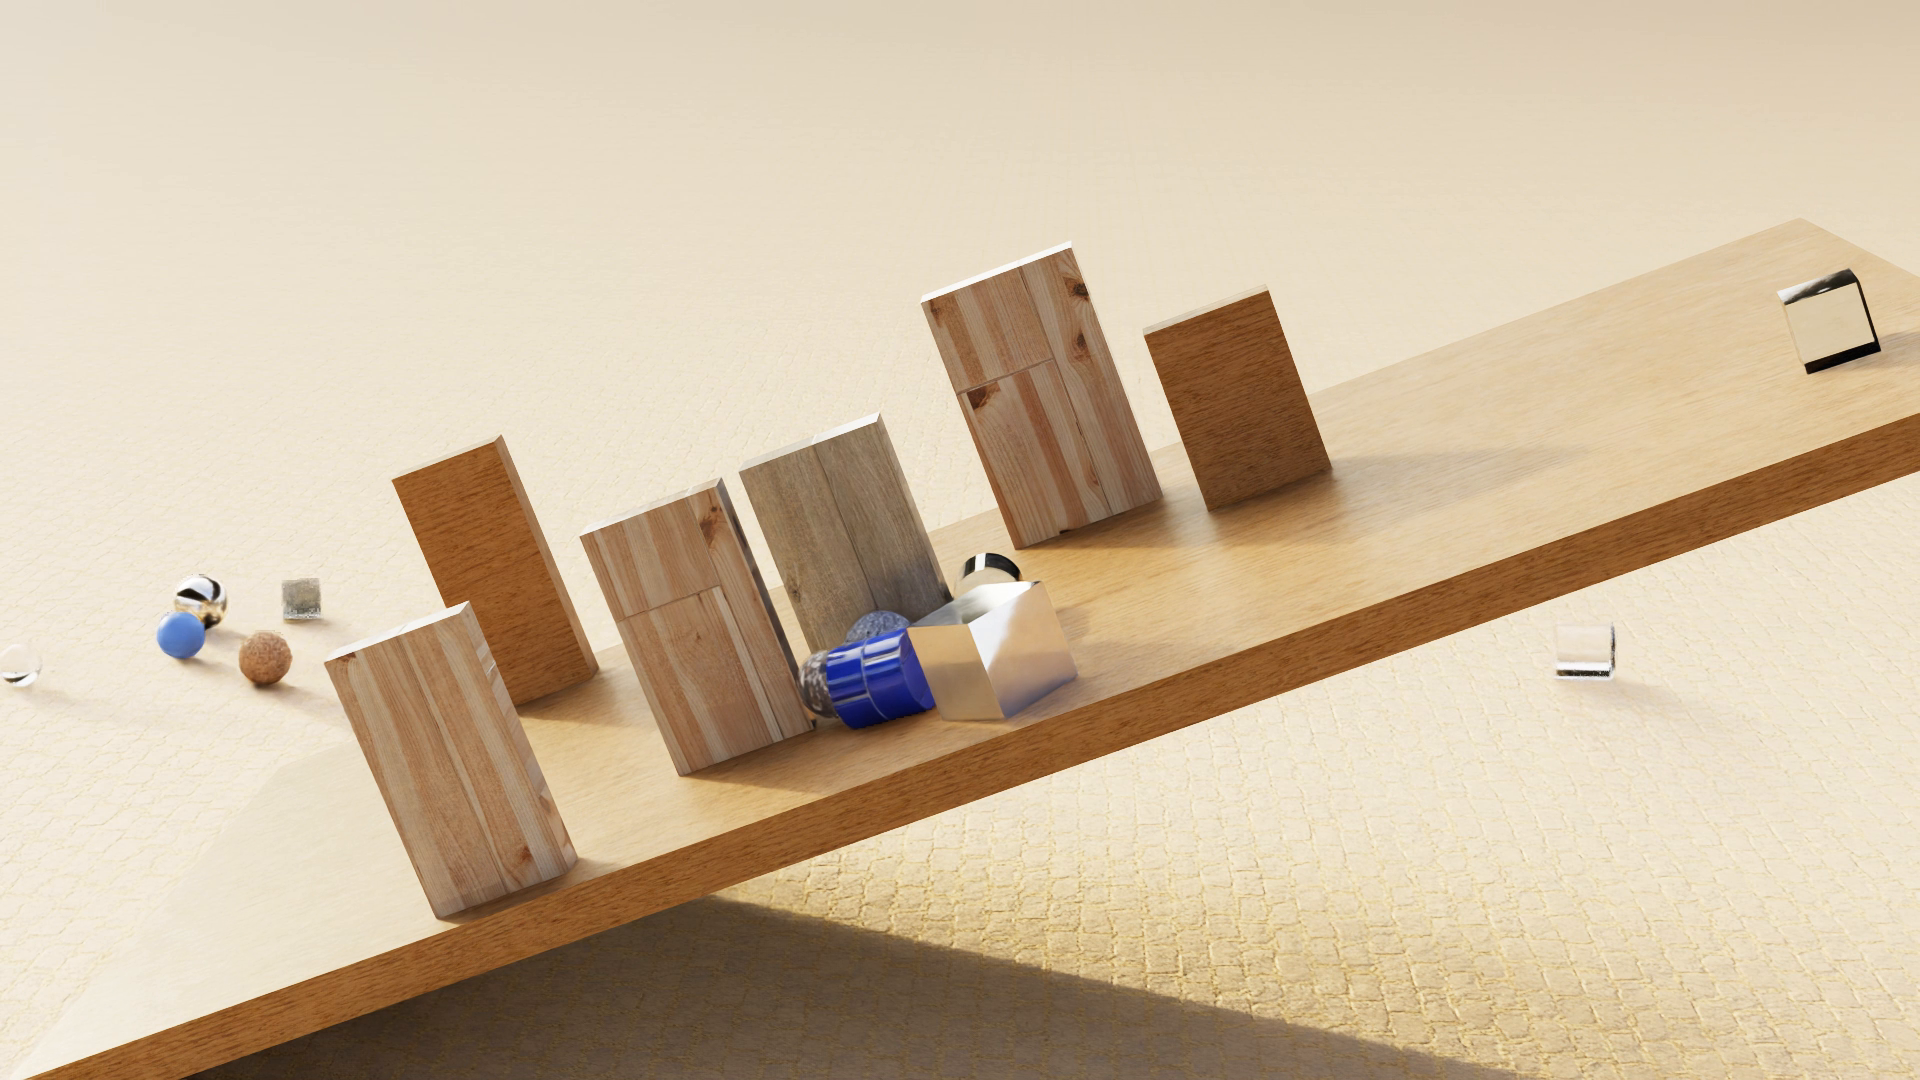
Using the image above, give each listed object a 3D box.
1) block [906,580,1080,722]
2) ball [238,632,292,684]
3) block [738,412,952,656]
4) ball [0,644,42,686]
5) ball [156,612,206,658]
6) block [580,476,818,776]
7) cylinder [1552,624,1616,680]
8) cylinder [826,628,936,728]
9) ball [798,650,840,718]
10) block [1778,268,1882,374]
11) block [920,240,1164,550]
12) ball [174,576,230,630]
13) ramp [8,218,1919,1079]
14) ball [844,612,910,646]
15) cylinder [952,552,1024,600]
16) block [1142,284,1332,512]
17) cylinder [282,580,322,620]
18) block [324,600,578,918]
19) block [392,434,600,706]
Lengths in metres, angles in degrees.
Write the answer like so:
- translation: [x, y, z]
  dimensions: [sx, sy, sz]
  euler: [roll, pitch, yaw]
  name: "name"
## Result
- translation: [0.061, 0.209, 5.509]
  dimensions: [0.194, 0.194, 0.194]
  euler: [-29, 14, -35]
  name: "block"
- translation: [-2.022, 0.345, 8.554]
  dimensions: [0.154, 0.154, 0.154]
  euler: [0, 13, 0]
  name: "ball"
- translation: [-0.215, 0.033, 6.010]
  dimensions: [0.299, 0.510, 0.107]
  euler: [-20, 12, 7]
  name: "block"
- translation: [-2.730, 0.362, 8.542]
  dimensions: [0.125, 0.125, 0.125]
  euler: [0, 13, 0]
  name: "ball"
- translation: [-2.338, 0.286, 8.831]
  dimensions: [0.143, 0.143, 0.143]
  euler: [0, 13, 0]
  name: "ball"
- translation: [-0.518, 0.173, 5.863]
  dimensions: [0.292, 0.527, 0.093]
  euler: [-20, 12, 7]
  name: "block"
- translation: [1.823, 0.327, 8.600]
  dimensions: [0.165, 0.165, 0.165]
  euler: [1, 13, 6]
  name: "cylinder"
- translation: [-0.148, 0.266, 5.694]
  dimensions: [0.163, 0.163, 0.163]
  euler: [-17, 6, 24]
  name: "cylinder"
- translation: [-0.254, 0.285, 5.825]
  dimensions: [0.136, 0.136, 0.136]
  euler: [0, 13, 0]
  name: "ball"
- translation: [1.673, -0.422, 5.664]
  dimensions: [0.143, 0.143, 0.143]
  euler: [-18, 12, 14]
  name: "block"
- translation: [0.189, -0.328, 6.697]
  dimensions: [0.361, 0.609, 0.110]
  euler: [-20, 12, 7]
  name: "block"
- translation: [-2.361, 0.196, 9.156]
  dimensions: [0.169, 0.169, 0.169]
  euler: [0, 13, 0]
  name: "ball"
- translation: [0.118, 0.176, 6.295]
  dimensions: [4.000, 0.100, 2.000]
  euler: [-20, 12, 7]
  name: "ramp"
- translation: [-0.156, 0.223, 5.916]
  dimensions: [0.160, 0.160, 0.160]
  euler: [0, 13, 0]
  name: "ball"
- translation: [0.059, 0.114, 6.064]
  dimensions: [0.147, 0.147, 0.147]
  euler: [0, 13, 2]
  name: "cylinder"
- translation: [0.600, -0.308, 6.370]
  dimensions: [0.283, 0.412, 0.095]
  euler: [-20, 12, 7]
  name: "block"
- translation: [-2.082, 0.189, 9.299]
  dimensions: [0.117, 0.117, 0.117]
  euler: [-3, 14, -13]
  name: "cylinder"
- translation: [-0.952, 0.414, 5.514]
  dimensions: [0.274, 0.534, 0.090]
  euler: [-20, 12, 7]
  name: "block"
- translation: [-1.119, 0.084, 7.104]
  dimensions: [0.267, 0.621, 0.098]
  euler: [-20, 12, 7]
  name: "block"
